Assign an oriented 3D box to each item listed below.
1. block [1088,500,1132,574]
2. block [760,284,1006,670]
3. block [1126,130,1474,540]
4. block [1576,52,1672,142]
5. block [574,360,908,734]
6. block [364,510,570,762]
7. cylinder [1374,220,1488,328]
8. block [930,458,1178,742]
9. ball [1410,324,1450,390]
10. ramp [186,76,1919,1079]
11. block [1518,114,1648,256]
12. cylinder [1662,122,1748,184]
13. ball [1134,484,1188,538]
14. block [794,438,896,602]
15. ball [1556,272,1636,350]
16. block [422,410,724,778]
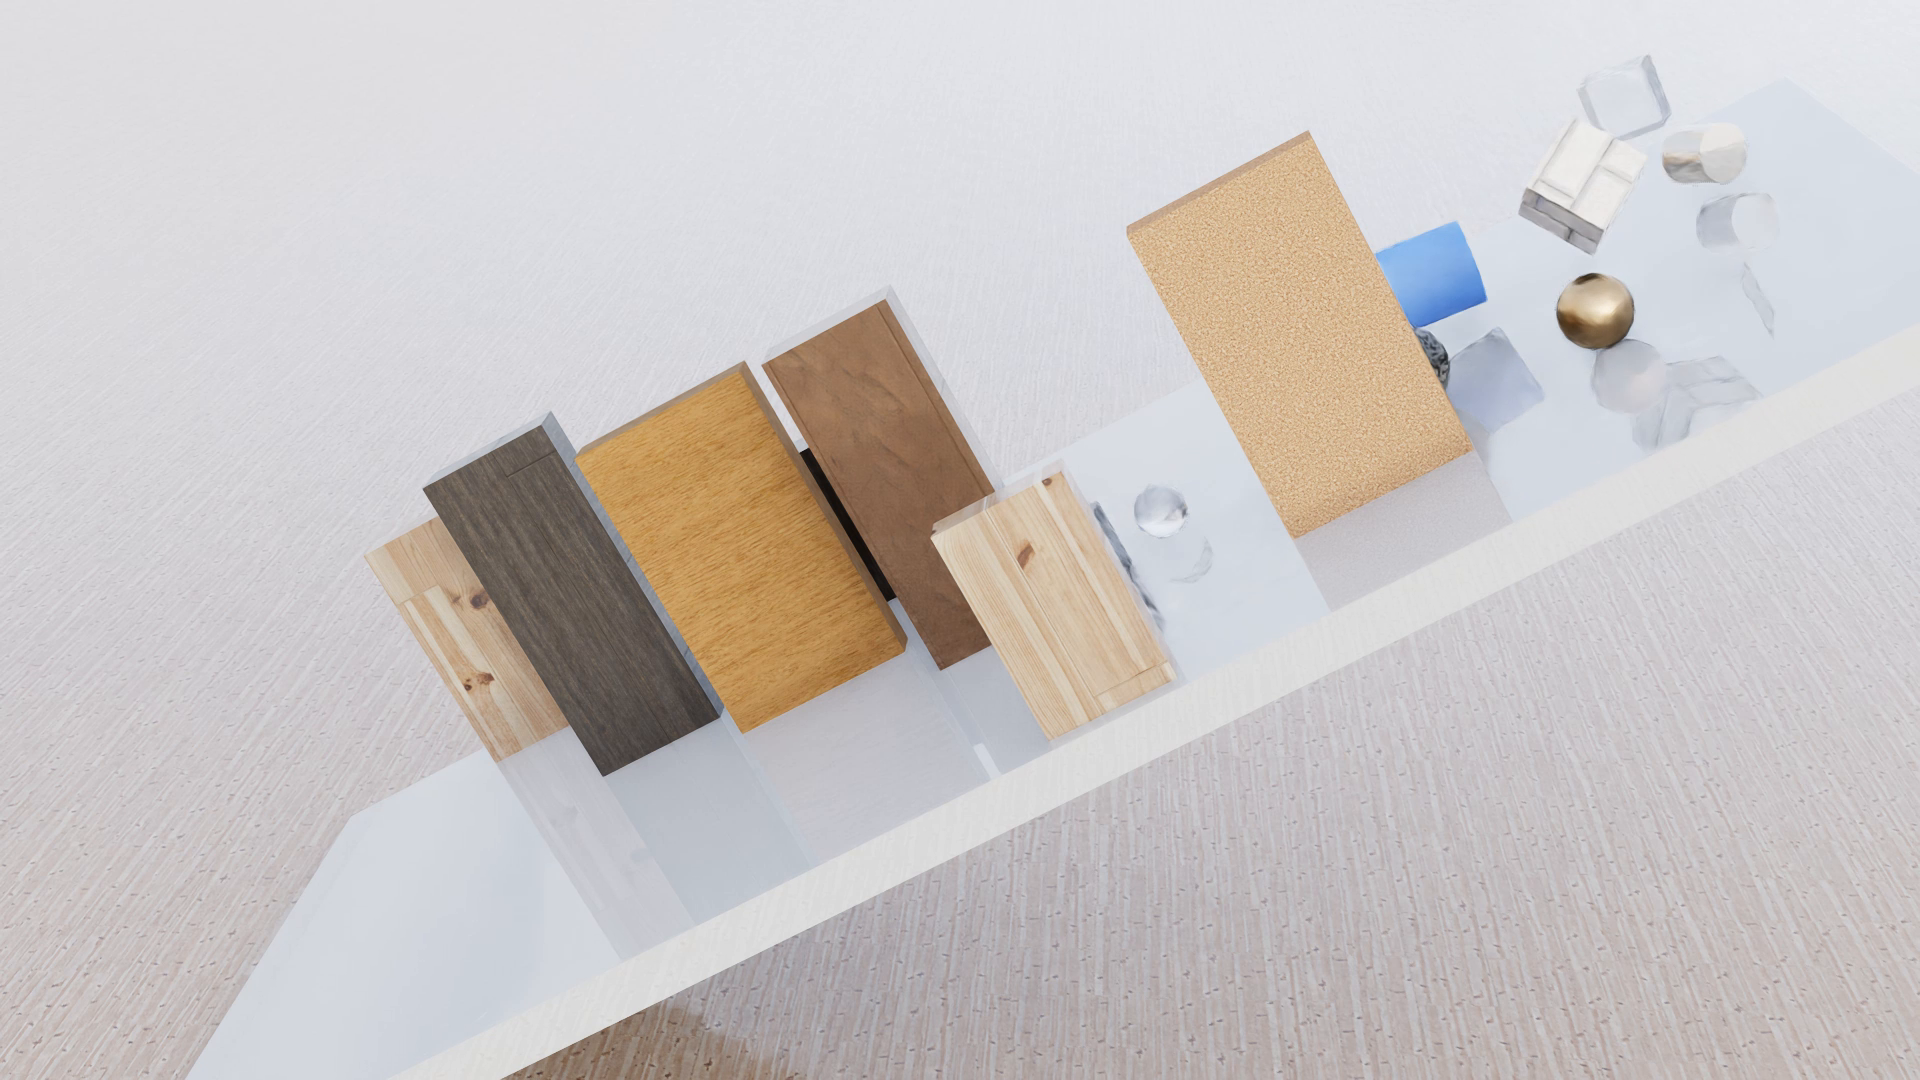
[{"bbox_3d":[0.242,0.040,6.006,0.151,0.151,0.151,-25,15,18],"label":"block"},{"bbox_3d":[-0.091,-0.125,6.029,0.288,0.740,0.133,-27,14,11],"label":"block"},{"bbox_3d":[0.646,-0.383,5.580,0.385,0.678,0.089,-27,14,11],"label":"block"},{"bbox_3d":[1.415,-0.935,6.259,0.140,0.140,0.140,-19,12,27],"label":"block"},{"bbox_3d":[-0.467,0.021,6.337,0.408,0.710,0.092,-27,14,11],"label":"block"},{"bbox_3d":[-1.181,0.218,7.272,0.278,0.616,0.113,-27,14,11],"label":"block"},{"bbox_3d":[1.009,-0.564,6.310,0.187,0.187,0.187,-22,16,7],"label":"cylinder"},{"bbox_3d":[0.172,0.109,5.312,0.264,0.441,0.086,-27,14,11],"label":"block"},{"bbox_3d":[0.895,-0.342,5.930,0.185,0.185,0.185,0,18,0],"label":"ball"},{"bbox_3d":[0.142,0.167,6.282,4.000,0.100,2.000,-27,14,11],"label":"ramp"},{"bbox_3d":[1.225,-0.697,5.790,0.172,0.172,0.172,31,-7,11],"label":"block"},{"bbox_3d":[1.585,-0.823,6.262,0.127,0.127,0.127,-8,8,-24],"label":"cylinder"},{"bbox_3d":[0.415,-0.060,6.085,0.113,0.113,0.113,0,18,0],"label":"ball"},{"bbox_3d":[-0.251,-0.055,6.790,0.375,0.407,0.137,-27,14,11],"label":"block"},{"bbox_3d":[1.232,-0.443,5.703,0.150,0.150,0.150,0,18,0],"label":"ball"},{"bbox_3d":[-0.862,0.126,6.623,0.312,0.778,0.118,-27,14,11],"label":"block"}]
